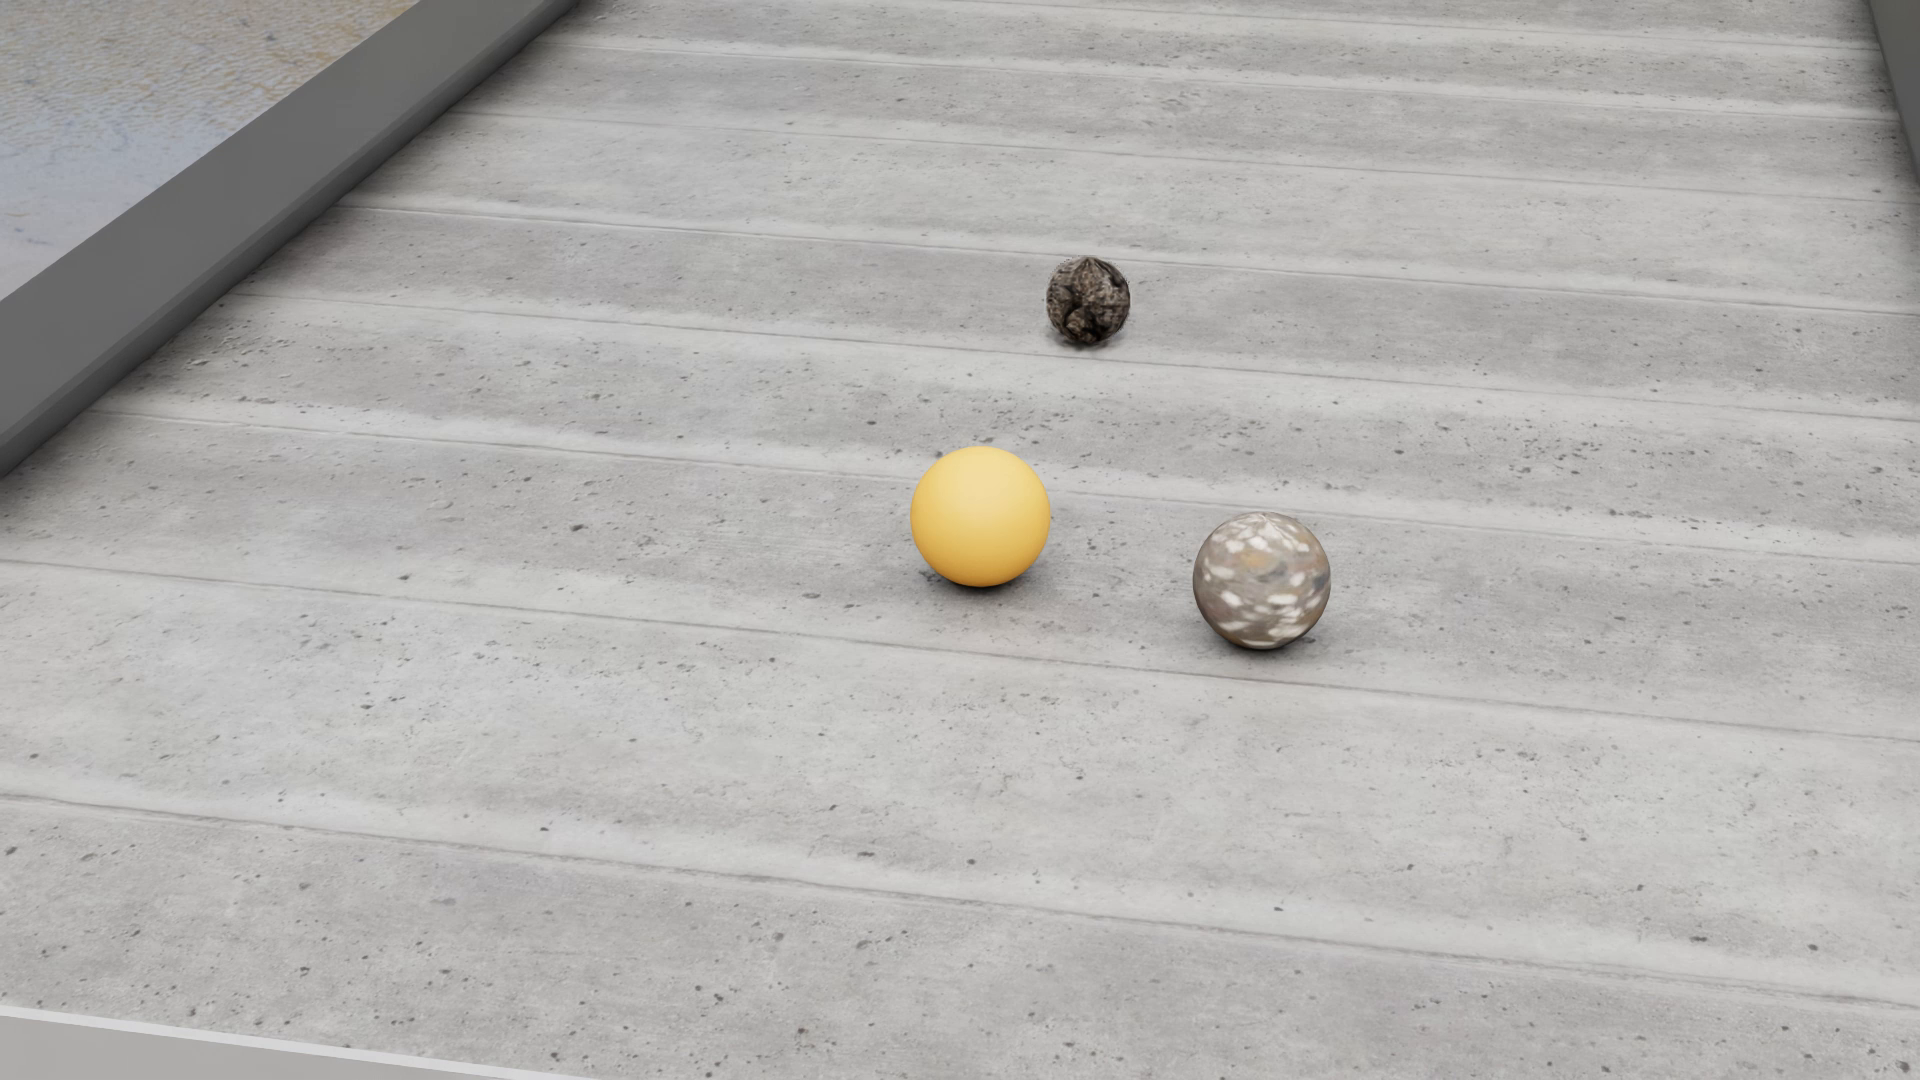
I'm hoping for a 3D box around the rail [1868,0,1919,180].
[{"bbox_3d":[0.802,-0.251,2.356,0.045,0.118,2.796,5,26,10],"label":"rail"}]

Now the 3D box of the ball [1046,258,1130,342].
[{"bbox_3d":[0.099,-0.186,2.284,0.066,0.066,0.066,0,25,0],"label":"ball"}]

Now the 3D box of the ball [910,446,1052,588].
[{"bbox_3d":[0.013,-0.015,1.895,0.091,0.091,0.091,0,25,0],"label":"ball"}]

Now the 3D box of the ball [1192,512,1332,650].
[{"bbox_3d":[0.186,0.025,1.818,0.086,0.086,0.086,0,25,0],"label":"ball"}]

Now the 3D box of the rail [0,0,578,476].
[{"bbox_3d":[-0.522,-0.367,2.600,0.045,0.118,2.796,5,26,10],"label":"rail"}]

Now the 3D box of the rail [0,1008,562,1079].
[{"bbox_3d":[-0.135,0.270,1.263,1.398,0.118,0.045,5,26,10],"label":"rail"}]
